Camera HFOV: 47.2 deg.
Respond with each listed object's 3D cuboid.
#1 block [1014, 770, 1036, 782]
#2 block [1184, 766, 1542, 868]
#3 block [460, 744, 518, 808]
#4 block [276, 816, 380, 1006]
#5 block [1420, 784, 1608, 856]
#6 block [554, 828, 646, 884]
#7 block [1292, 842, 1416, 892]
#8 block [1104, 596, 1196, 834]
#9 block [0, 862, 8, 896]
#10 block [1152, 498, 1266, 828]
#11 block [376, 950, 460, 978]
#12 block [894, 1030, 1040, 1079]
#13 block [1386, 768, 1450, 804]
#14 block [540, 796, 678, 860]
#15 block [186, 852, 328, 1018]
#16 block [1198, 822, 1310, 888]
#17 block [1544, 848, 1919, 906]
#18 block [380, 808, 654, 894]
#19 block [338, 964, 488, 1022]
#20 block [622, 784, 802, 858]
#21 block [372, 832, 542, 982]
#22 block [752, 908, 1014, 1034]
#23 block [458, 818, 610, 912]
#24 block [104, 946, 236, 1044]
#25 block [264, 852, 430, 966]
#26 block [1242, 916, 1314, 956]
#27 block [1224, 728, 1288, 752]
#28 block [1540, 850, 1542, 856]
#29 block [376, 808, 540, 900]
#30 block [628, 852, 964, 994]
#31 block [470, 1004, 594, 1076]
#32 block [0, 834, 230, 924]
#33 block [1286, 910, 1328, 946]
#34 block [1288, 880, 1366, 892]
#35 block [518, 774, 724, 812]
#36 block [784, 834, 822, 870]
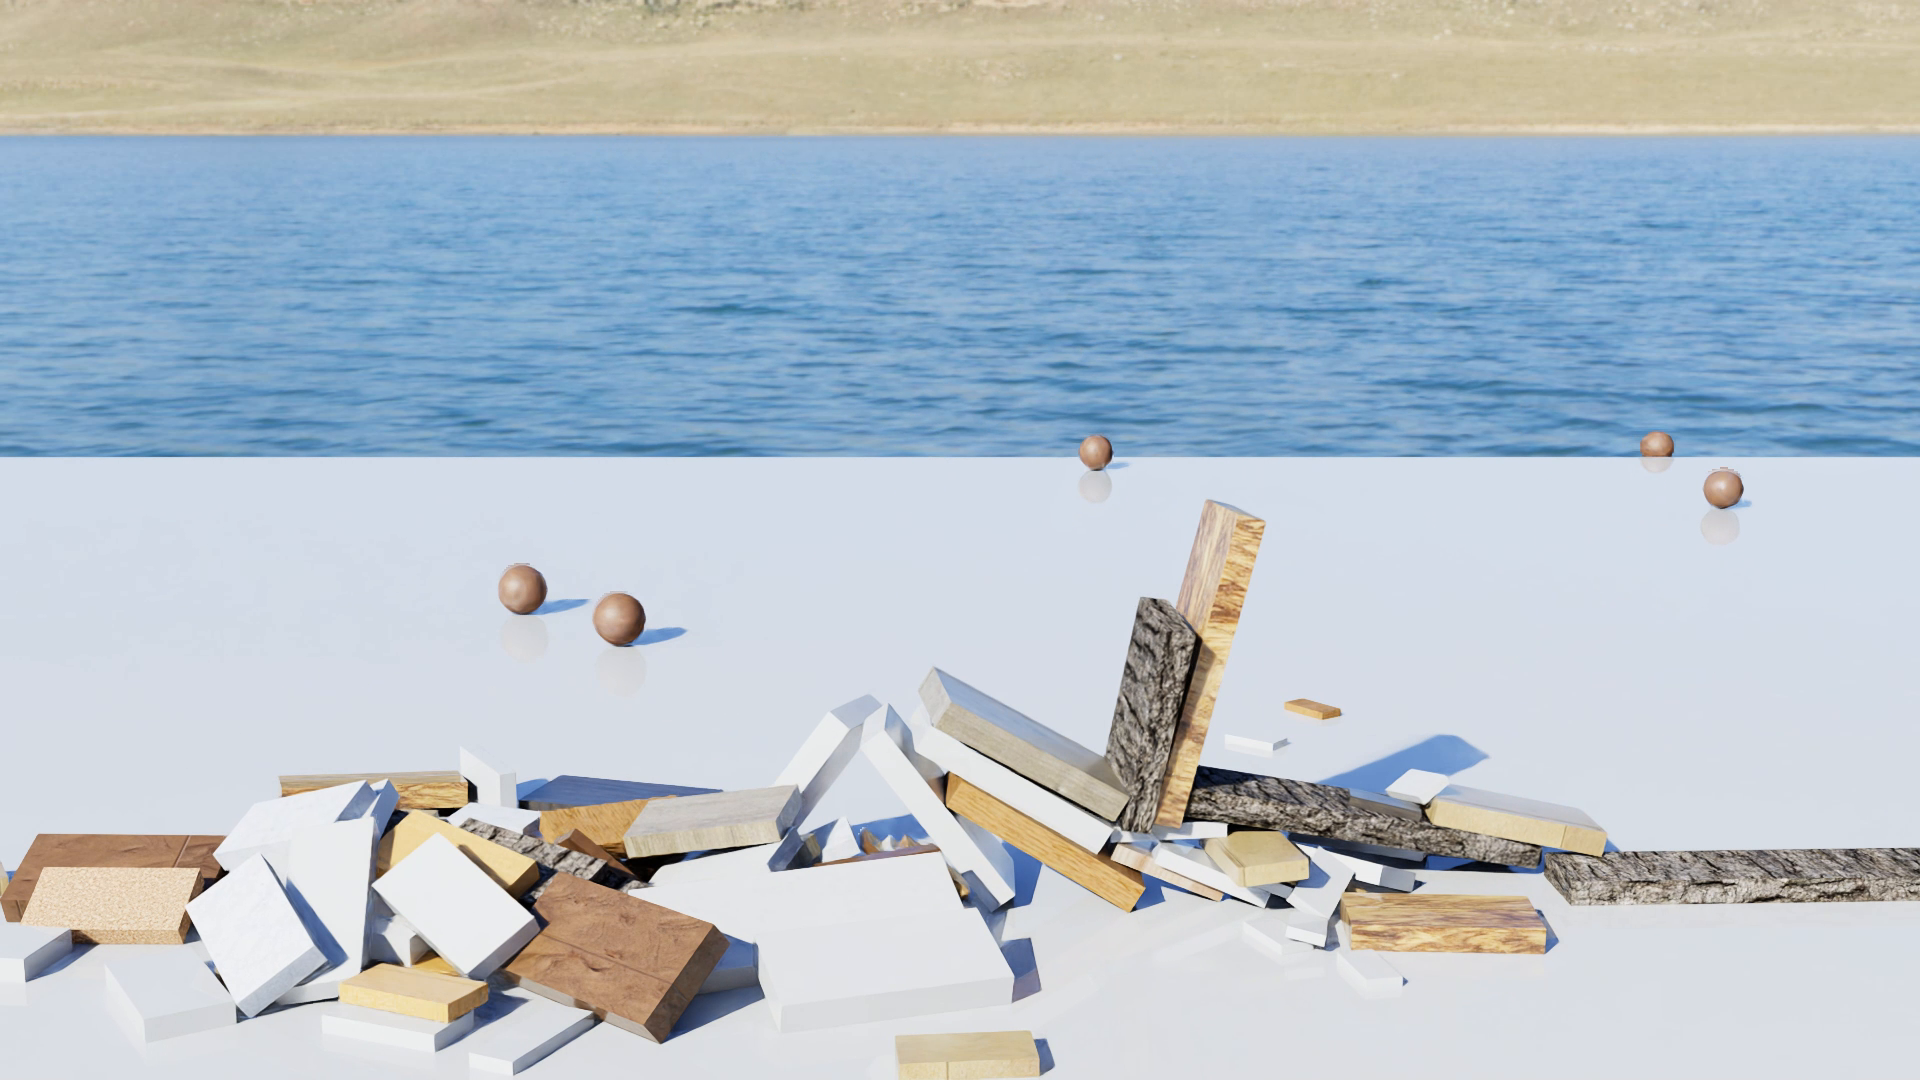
[{"bbox_3d":[0.129,0.382,3.614,0.115,0.016,0.058,27,10,-30],"label":"block"},{"bbox_3d":[0.662,0.468,3.751,0.642,0.047,0.167,10,9,-13],"label":"block"},{"bbox_3d":[-0.875,0.459,4.077,0.031,0.109,0.219,-6,12,-31],"label":"block"},{"bbox_3d":[-0.952,0.555,3.314,0.125,0.035,0.323,-8,40,-4],"label":"block"},{"bbox_3d":[0.943,0.475,3.783,0.297,0.042,0.148,11,9,-4],"label":"block"},{"bbox_3d":[-0.584,0.525,3.541,0.074,0.148,0.021,-31,23,49],"label":"block"},{"bbox_3d":[0.614,0.542,3.730,0.293,0.033,0.116,9,-6,41],"label":"block"},{"bbox_3d":[0.304,0.287,3.613,0.049,0.347,0.173,8,16,-12],"label":"block"},{"bbox_3d":[-1.901,0.598,3.542,0.672,0.031,0.109,-6,12,-29],"label":"block"},{"bbox_3d":[0.386,0.201,3.641,0.049,0.522,0.173,13,7,-13],"label":"block"},{"bbox_3d":[-0.818,0.645,3.318,0.071,0.020,0.141,-8,13,-38],"label":"block"},{"bbox_3d":[0.008,0.702,2.992,0.189,0.027,0.094,-1,11,-5],"label":"block"},{"bbox_3d":[0.787,0.424,3.782,0.061,0.017,0.122,-36,9,-14],"label":"block"},{"bbox_3d":[-0.566,0.485,3.676,0.242,0.034,0.121,-4,26,-30],"label":"block"},{"bbox_3d":[-1.042,0.580,3.250,0.132,0.037,0.265,-38,40,-14],"label":"block"},{"bbox_3d":[0.479,0.511,3.605,0.116,0.033,0.231,-6,10,-9],"label":"block"},{"bbox_3d":[1.392,0.564,3.695,0.784,0.042,0.149,0,11,-2],"label":"block"},{"bbox_3d":[-0.705,0.546,3.514,0.584,0.038,0.134,12,24,22],"label":"block"},{"bbox_3d":[-0.781,0.647,3.143,0.189,0.027,0.094,5,9,24],"label":"block"},{"bbox_3d":[-0.402,0.458,3.588,0.265,0.037,0.132,-8,18,15],"label":"block"},{"bbox_3d":[-0.756,0.551,3.295,0.253,0.036,0.126,31,59,35],"label":"block"},{"bbox_3d":[-0.114,0.627,3.215,0.347,0.049,0.173,-4,27,-18],"label":"block"},{"bbox_3d":[-0.703,0.523,3.460,0.268,0.038,0.134,13,33,23],"label":"block"},{"bbox_3d":[-1.151,0.659,3.200,0.125,0.035,0.250,-7,12,-32],"label":"block"},{"bbox_3d":[-0.963,0.570,3.406,0.346,0.047,0.164,8,20,15],"label":"block"},{"bbox_3d":[0.499,0.622,3.454,0.058,0.016,0.115,-5,11,-23],"label":"block"},{"bbox_3d":[0.615,0.415,4.568,0.115,0.016,0.058,8,13,39],"label":"block"},{"bbox_3d":[0.895,0.535,3.919,0.277,0.016,0.058,3,11,16],"label":"block"},{"bbox_3d":[-0.792,0.509,3.412,0.253,0.036,0.126,17,41,27],"label":"block"},{"bbox_3d":[-0.242,0.584,3.350,0.502,0.049,0.173,-4,41,-21],"label":"block"},{"bbox_3d":[-0.594,0.693,3.058,0.072,0.020,0.190,5,12,25],"label":"block"},{"bbox_3d":[-1.367,0.551,3.588,0.329,0.047,0.164,0,32,1],"label":"block"},{"bbox_3d":[0.544,0.608,3.450,0.061,0.017,0.122,13,5,10],"label":"block"},{"bbox_3d":[0.594,0.563,3.637,0.141,0.020,0.071,17,5,-18],"label":"block"},{"bbox_3d":[-0.623,0.493,4.060,0.335,0.047,0.167,3,11,17],"label":"block"},{"bbox_3d":[-0.357,0.533,3.619,0.248,0.034,0.121,-9,21,42],"label":"block"}]
